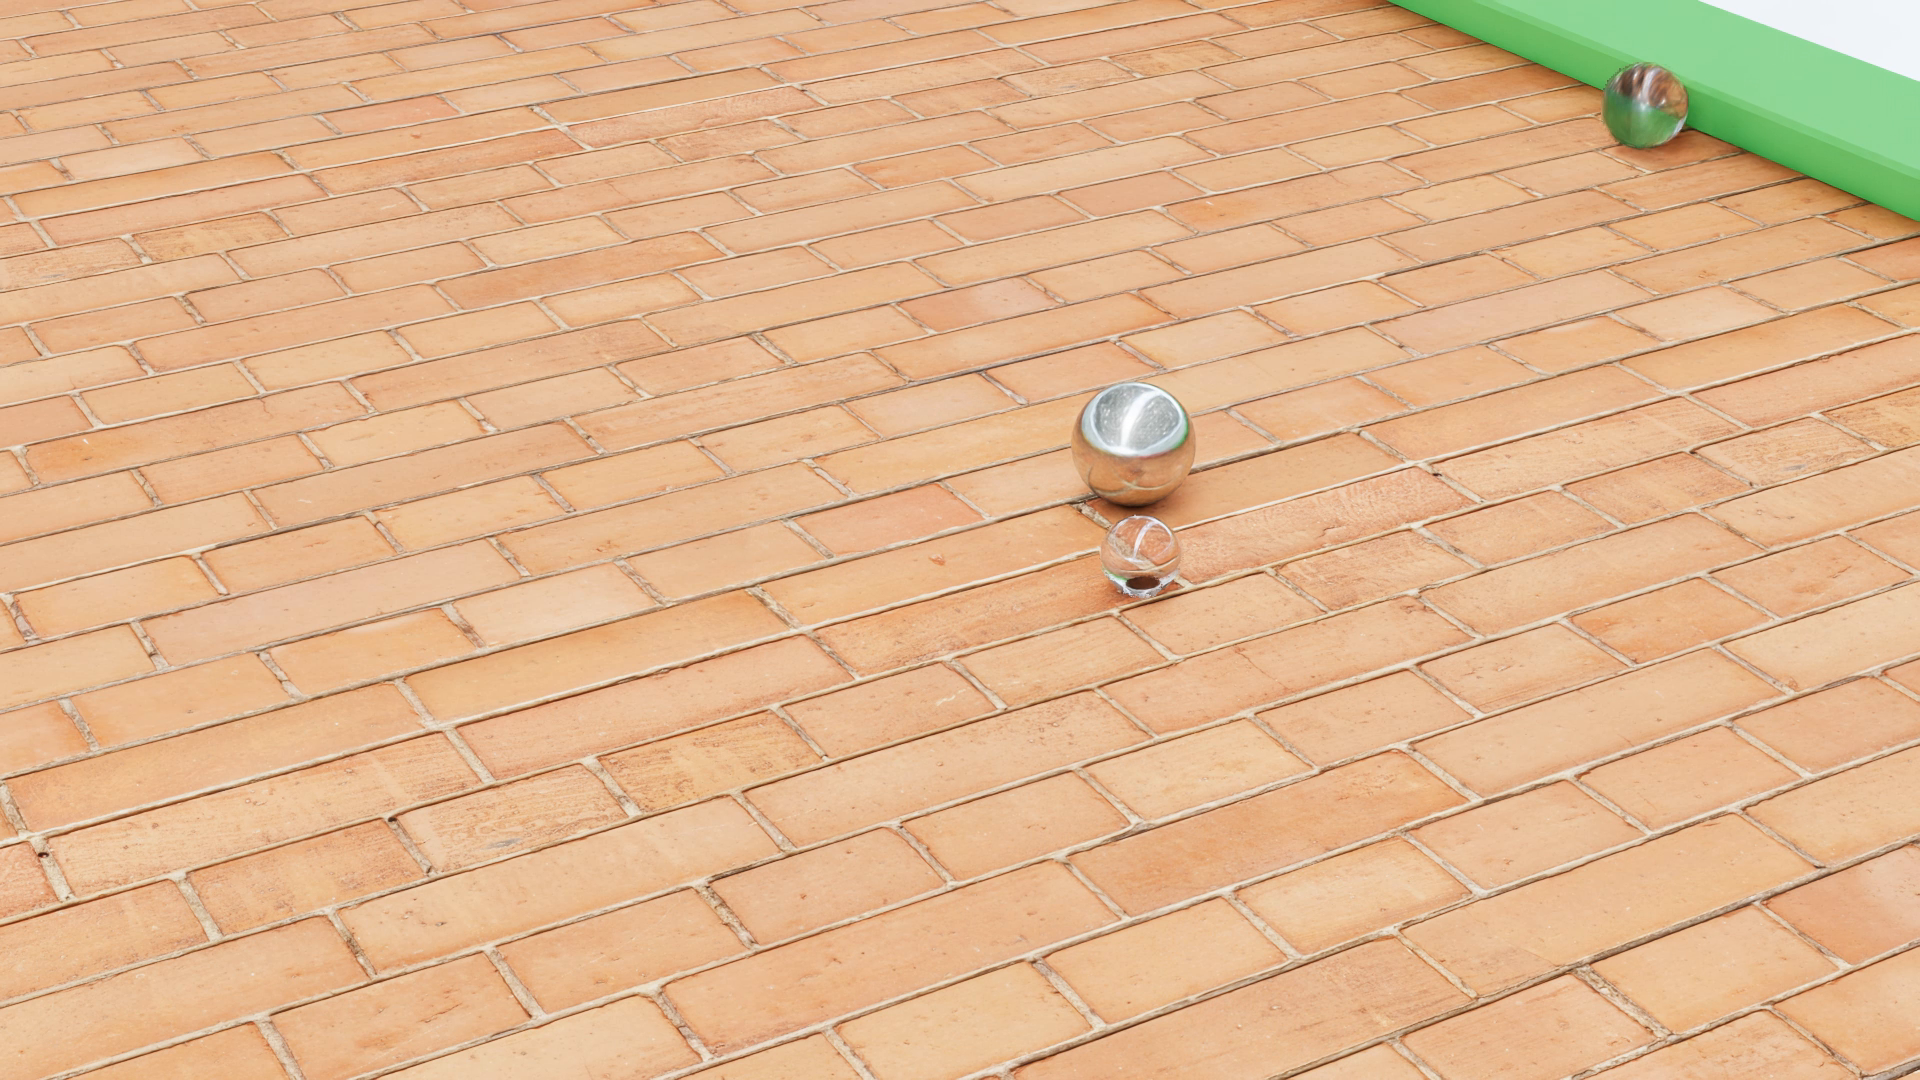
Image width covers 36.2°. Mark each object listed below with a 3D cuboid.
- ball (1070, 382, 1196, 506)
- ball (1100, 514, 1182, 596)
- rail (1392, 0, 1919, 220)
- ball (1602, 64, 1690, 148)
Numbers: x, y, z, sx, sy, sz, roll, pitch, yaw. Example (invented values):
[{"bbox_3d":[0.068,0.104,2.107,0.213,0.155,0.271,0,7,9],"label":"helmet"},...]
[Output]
[{"bbox_3d":[0.122,-0.067,2.065,0.088,0.088,0.088,0,27,0],"label":"ball"},{"bbox_3d":[0.120,0.010,1.950,0.054,0.054,0.054,0,27,0],"label":"ball"},{"bbox_3d":[0.411,-0.653,3.173,0.045,0.119,4.006,-15,31,-26],"label":"rail"},{"bbox_3d":[0.636,-0.403,2.730,0.079,0.079,0.079,0,27,0],"label":"ball"}]
